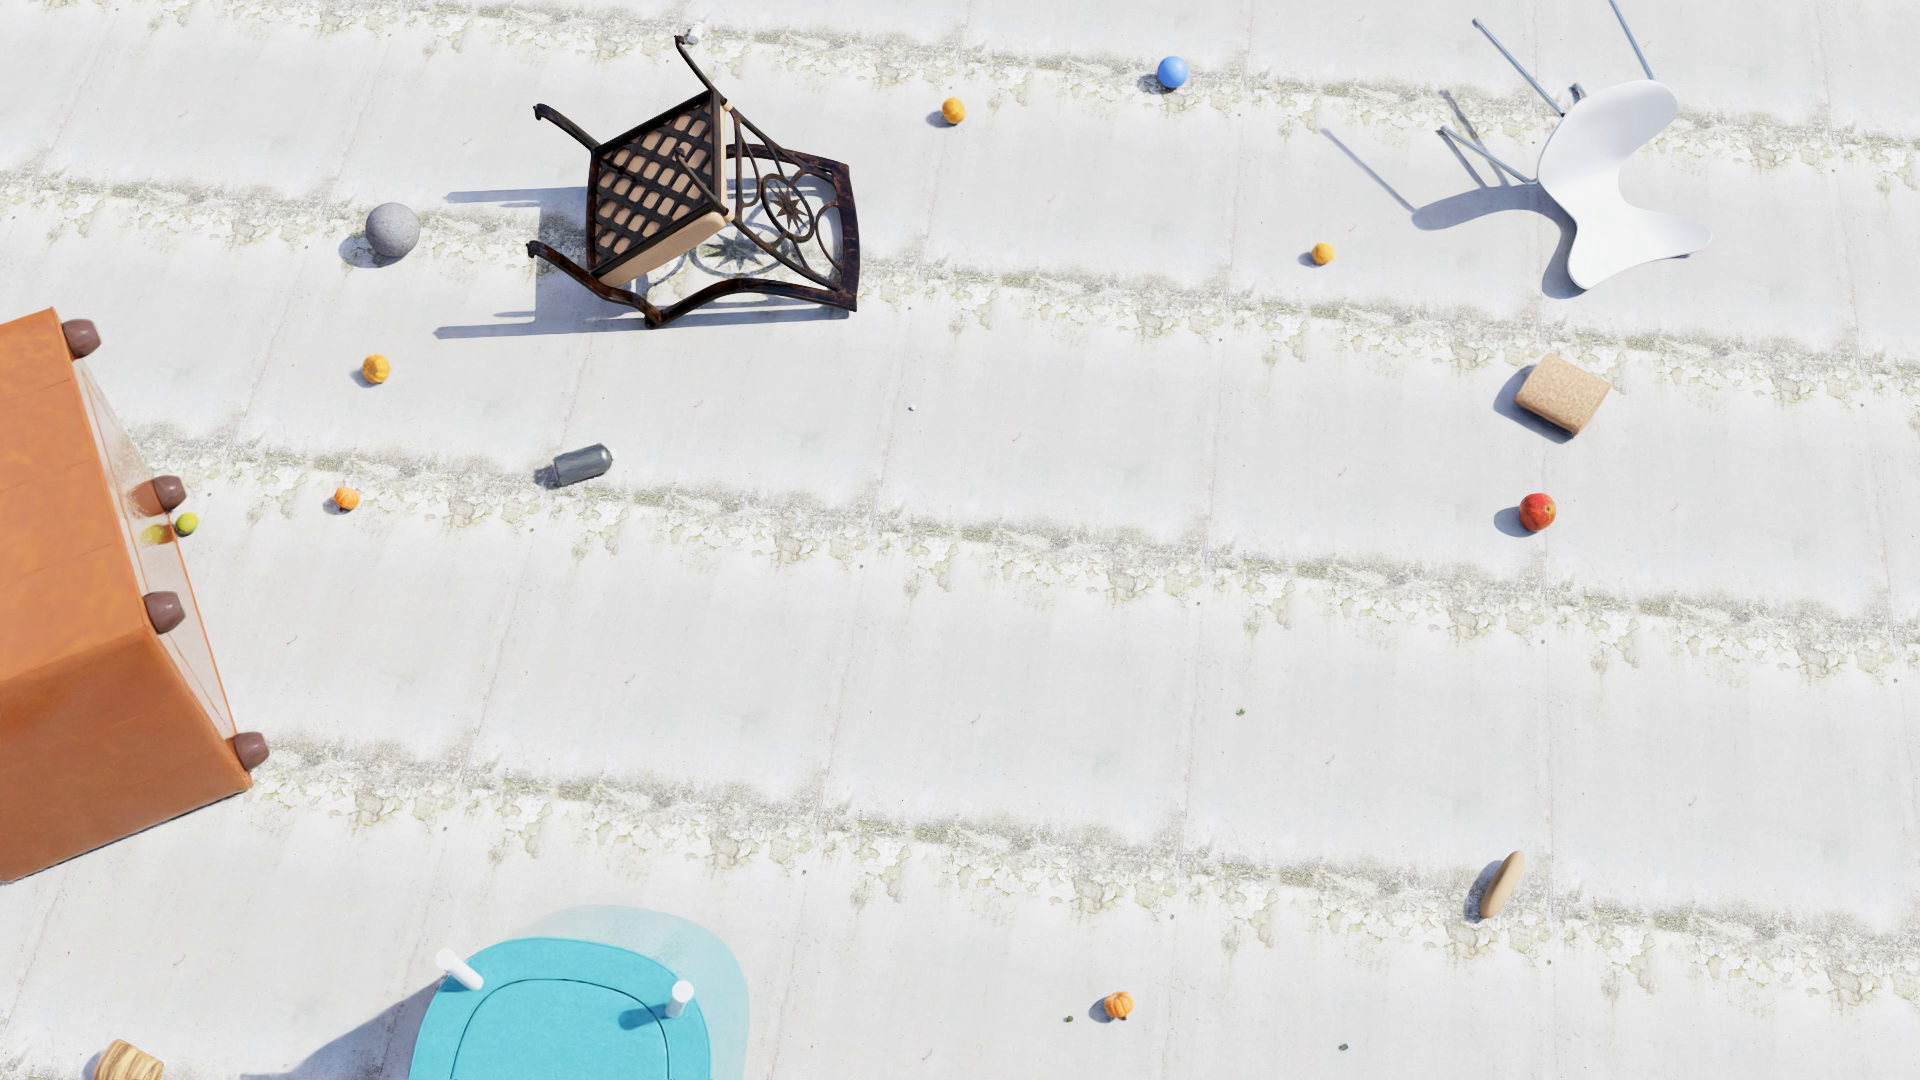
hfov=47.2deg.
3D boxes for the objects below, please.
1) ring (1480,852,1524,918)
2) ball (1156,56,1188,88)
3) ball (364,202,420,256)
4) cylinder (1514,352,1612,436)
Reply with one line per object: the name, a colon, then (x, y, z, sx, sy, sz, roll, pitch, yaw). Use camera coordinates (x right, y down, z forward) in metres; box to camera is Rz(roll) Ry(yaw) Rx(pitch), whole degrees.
ring: (1.456, 0.925, 5.903, 0.045, 0.089, 0.221, 36, 67, 0)
ball: (0.735, -1.616, 7.593, 0.109, 0.109, 0.109, 0, 56, 0)
ball: (-1.843, -1.009, 7.145, 0.176, 0.176, 0.176, 0, 56, 0)
cylinder: (1.871, -0.454, 6.822, 0.217, 0.094, 0.235, 31, 59, 19)
